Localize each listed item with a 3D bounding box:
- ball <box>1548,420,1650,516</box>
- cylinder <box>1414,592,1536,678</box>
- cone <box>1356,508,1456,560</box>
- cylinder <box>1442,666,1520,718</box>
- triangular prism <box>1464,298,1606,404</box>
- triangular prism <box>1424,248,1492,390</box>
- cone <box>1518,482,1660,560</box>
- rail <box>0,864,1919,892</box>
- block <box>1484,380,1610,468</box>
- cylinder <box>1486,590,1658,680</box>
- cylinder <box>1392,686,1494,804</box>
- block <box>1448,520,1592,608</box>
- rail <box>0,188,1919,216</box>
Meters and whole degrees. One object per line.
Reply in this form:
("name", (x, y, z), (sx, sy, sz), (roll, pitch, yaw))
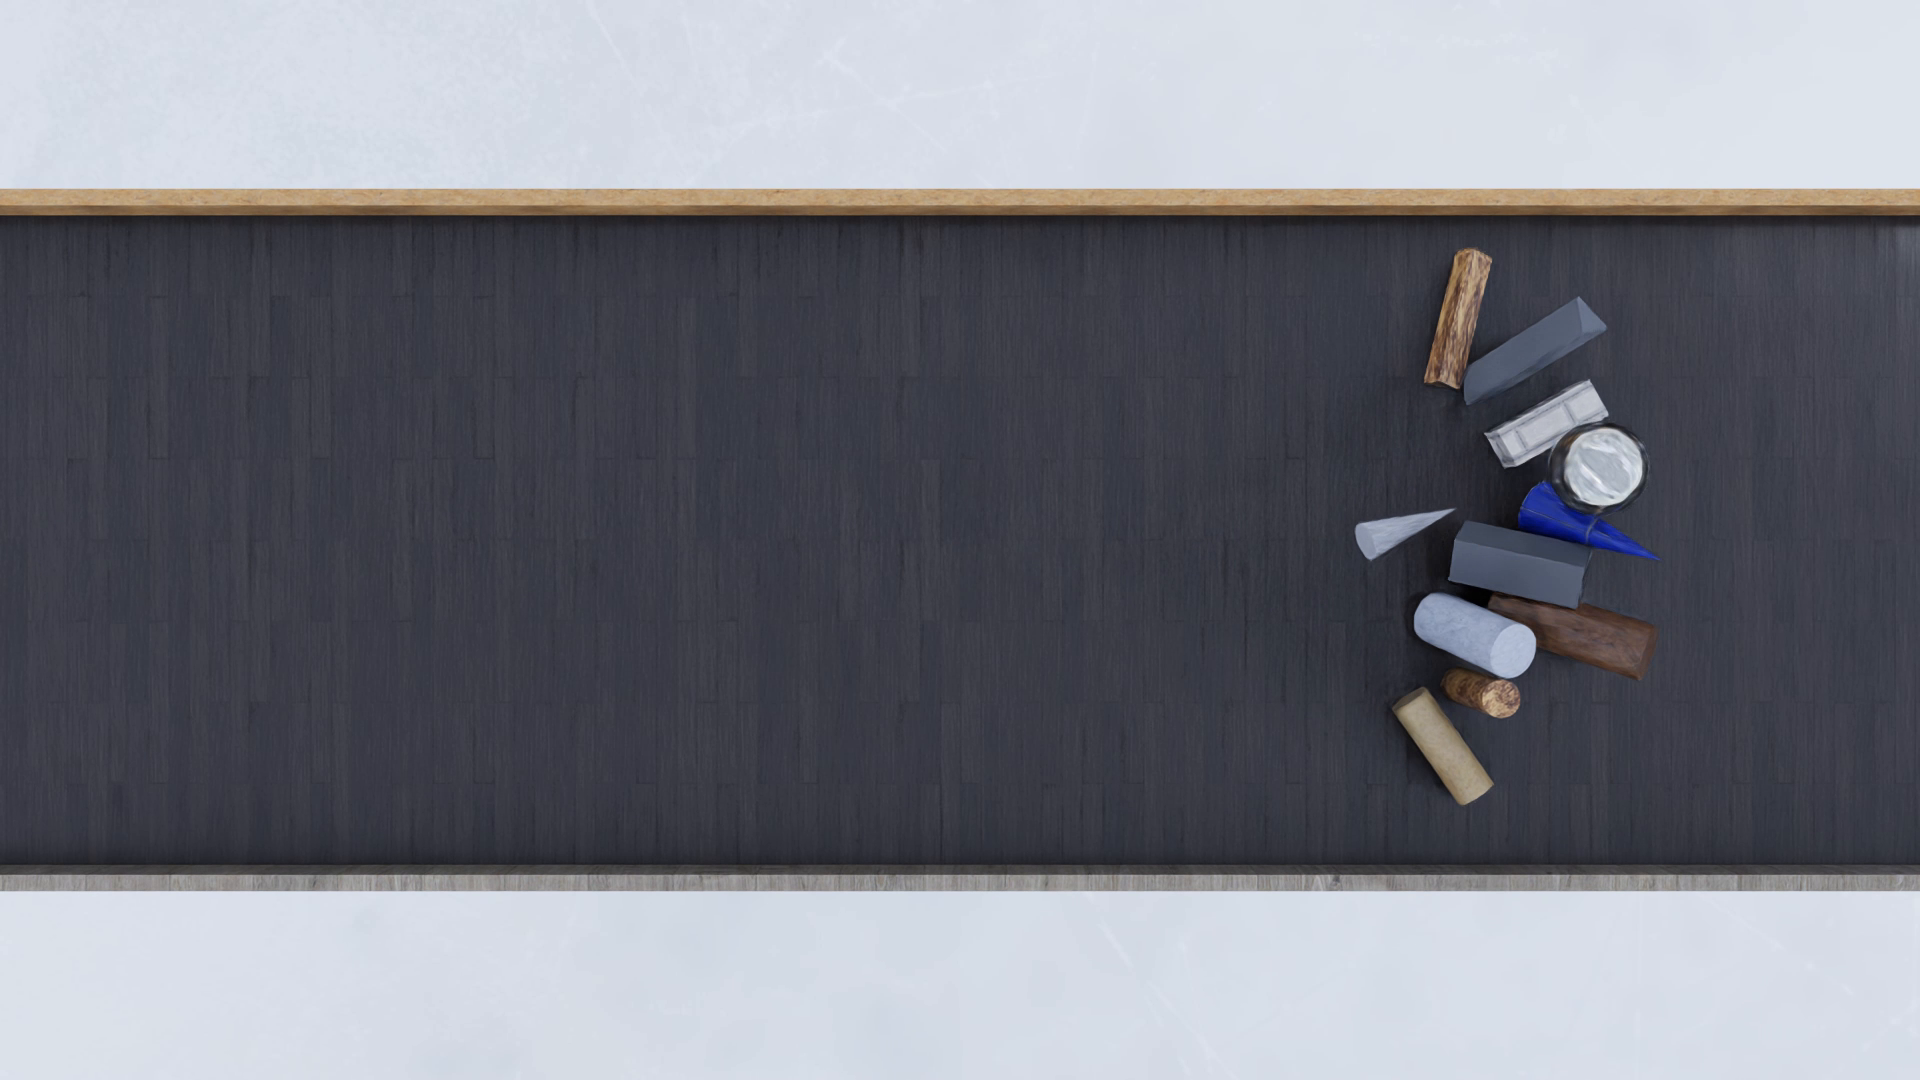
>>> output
("ball", (1.828, -0.205, 4.728), (0.273, 0.273, 0.273), (0, 90, 0))
("cylinder", (1.520, 0.277, 4.884), (0.163, 0.348, 0.163), (-6, 107, -22))
("cone", (1.384, -0.047, 5.047), (0.323, 0.119, 0.119), (-19, 90, -10))
("cylinder", (1.538, 0.448, 4.886), (0.110, 0.377, 0.110), (0, 91, -1))
("triangular prism", (1.677, -0.560, 4.880), (0.128, 0.441, 0.111), (-13, 74, -38))
("triangular prism", (1.510, -0.675, 5.012), (0.109, 0.094, 0.414), (14, 90, 20))
("cone", (1.880, -0.019, 4.865), (0.172, 0.426, 0.172), (-19, 123, -33))
("rail", (-2.247, 1.025, 5.001), (12.000, 0.150, 0.050), (0, 90, 0))
("block", (1.783, -0.352, 5.015), (0.316, 0.123, 0.123), (-29, 90, 0))
("cylinder", (1.807, 0.261, 4.887), (0.455, 0.169, 0.169), (20, 90, 31))
("cylinder", (1.465, 0.624, 5.010), (0.123, 0.123, 0.348), (-35, 88, 0))
("block", (1.667, 0.071, 4.909), (0.371, 0.140, 0.140), (14, 121, 24))
("rail", (-2.247, -1.025, 5.002), (12.000, 0.150, 0.050), (0, 90, 0))
